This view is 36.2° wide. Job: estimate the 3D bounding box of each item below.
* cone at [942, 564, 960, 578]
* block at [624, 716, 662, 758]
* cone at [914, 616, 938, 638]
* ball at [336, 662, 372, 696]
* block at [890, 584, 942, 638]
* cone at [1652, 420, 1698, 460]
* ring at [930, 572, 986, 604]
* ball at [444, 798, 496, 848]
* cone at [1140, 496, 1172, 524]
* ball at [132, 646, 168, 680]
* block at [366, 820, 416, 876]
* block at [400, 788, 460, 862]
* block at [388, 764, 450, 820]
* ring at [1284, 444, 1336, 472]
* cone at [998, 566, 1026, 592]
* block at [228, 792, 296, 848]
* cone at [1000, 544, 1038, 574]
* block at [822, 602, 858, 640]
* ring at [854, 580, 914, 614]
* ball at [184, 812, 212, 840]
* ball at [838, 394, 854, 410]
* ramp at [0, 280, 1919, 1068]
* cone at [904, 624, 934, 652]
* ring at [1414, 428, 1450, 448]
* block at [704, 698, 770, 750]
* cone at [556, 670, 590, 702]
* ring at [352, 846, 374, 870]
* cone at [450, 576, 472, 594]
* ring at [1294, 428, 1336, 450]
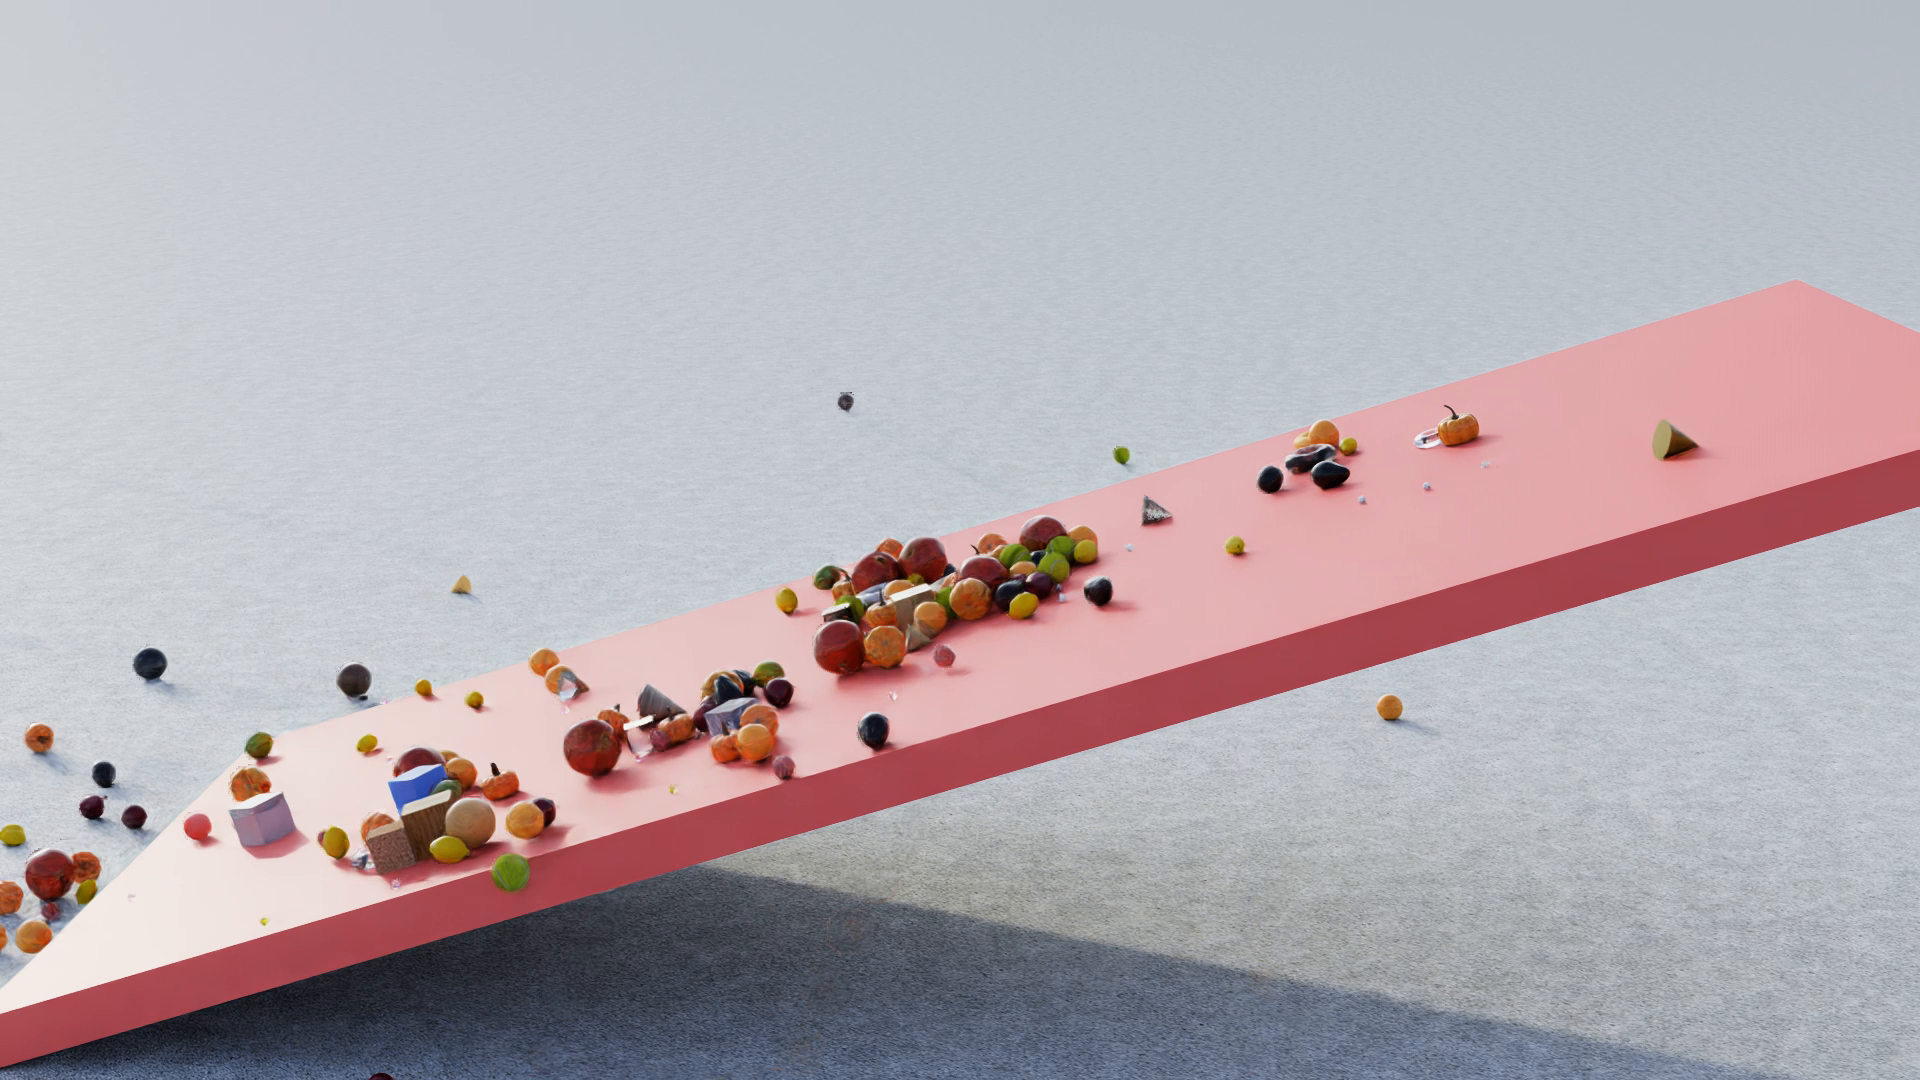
[{"bbox_3d":[0.003,0.094,6.581,0.069,0.069,0.069,15,16,19],"label":"cone"},{"bbox_3d":[-0.643,0.399,5.967,0.061,0.061,0.061,-18,10,-2],"label":"block"},{"bbox_3d":[-0.068,0.195,6.181,0.056,0.056,0.056,20,8,-11],"label":"cone"},{"bbox_3d":[-1.711,0.394,8.313,0.097,0.097,0.097,0,11,0],"label":"ball"},{"bbox_3d":[-0.094,0.151,6.292,0.084,0.084,0.084,-19,10,-5],"label":"block"},{"bbox_3d":[1.399,-0.188,5.709,0.080,0.080,0.080,8,10,-11],"label":"cone"},{"bbox_3d":[-0.008,0.106,6.497,0.136,0.045,0.136,-16,11,3],"label":"ring"},{"bbox_3d":[-0.933,0.539,5.606,0.098,0.098,0.098,0,11,0],"label":"ball"},{"bbox_3d":[0.449,-0.062,6.658,0.067,0.067,0.067,9,11,-3],"label":"cone"},{"bbox_3d":[-2.343,0.356,8.511,0.096,0.096,0.096,0,11,0],"label":"ball"},{"bbox_3d":[-1.092,0.591,5.662,0.076,0.076,0.076,-18,10,-3],"label":"block"},{"bbox_3d":[-1.016,0.552,5.686,0.096,0.096,0.096,-18,10,-4],"label":"block"},{"bbox_3d":[-1.108,0.518,6.053,0.084,0.084,0.084,-8,14,43],"label":"block"},{"bbox_3d":[0.798,-0.186,6.702,0.122,0.041,0.122,-16,11,3],"label":"ring"},{"bbox_3d":[0.119,0.092,6.410,0.058,0.058,0.058,13,13,6],"label":"cone"},{"bbox_3d":[-1.487,0.596,6.271,0.086,0.086,0.086,-9,14,41],"label":"block"},{"bbox_3d":[0.143,0.049,6.571,0.077,0.077,0.077,8,6,-32],"label":"cone"},{"bbox_3d":[-0.265,0.179,6.500,0.060,0.060,0.060,-17,10,2],"label":"block"},{"bbox_3d":[-0.172,0.129,6.642,0.145,0.048,0.145,-18,9,3],"label":"ring"},{"bbox_3d":[-1.682,0.631,6.487,0.060,0.060,0.060,0,11,0],"label":"ball"},{"bbox_3d":[-0.528,-0.636,13.559,0.077,0.077,0.077,0,11,0],"label":"ball"},{"bbox_3d":[0.097,0.184,6.314,4.000,0.100,2.000,-17,10,5],"label":"ramp"},{"bbox_3d":[-0.081,0.209,6.122,0.060,0.060,0.060,8,10,-8],"label":"cone"},{"bbox_3d":[1.049,-0.227,6.531,0.083,0.028,0.083,-18,10,4],"label":"ring"},{"bbox_3d":[-0.438,0.361,5.772,0.078,0.078,0.078,-8,14,44],"label":"block"},{"bbox_3d":[-0.876,0.338,6.763,0.072,0.072,0.072,10,1,-44],"label":"cone"},{"bbox_3d":[-1.144,0.616,5.743,0.093,0.031,0.093,-18,9,3],"label":"ring"},{"bbox_3d":[-1.652,0.158,9.679,0.063,0.063,0.063,-25,3,19],"label":"cone"},{"bbox_3d":[0.835,-0.237,6.929,0.101,0.034,0.101,-16,11,3],"label":"ring"}]
